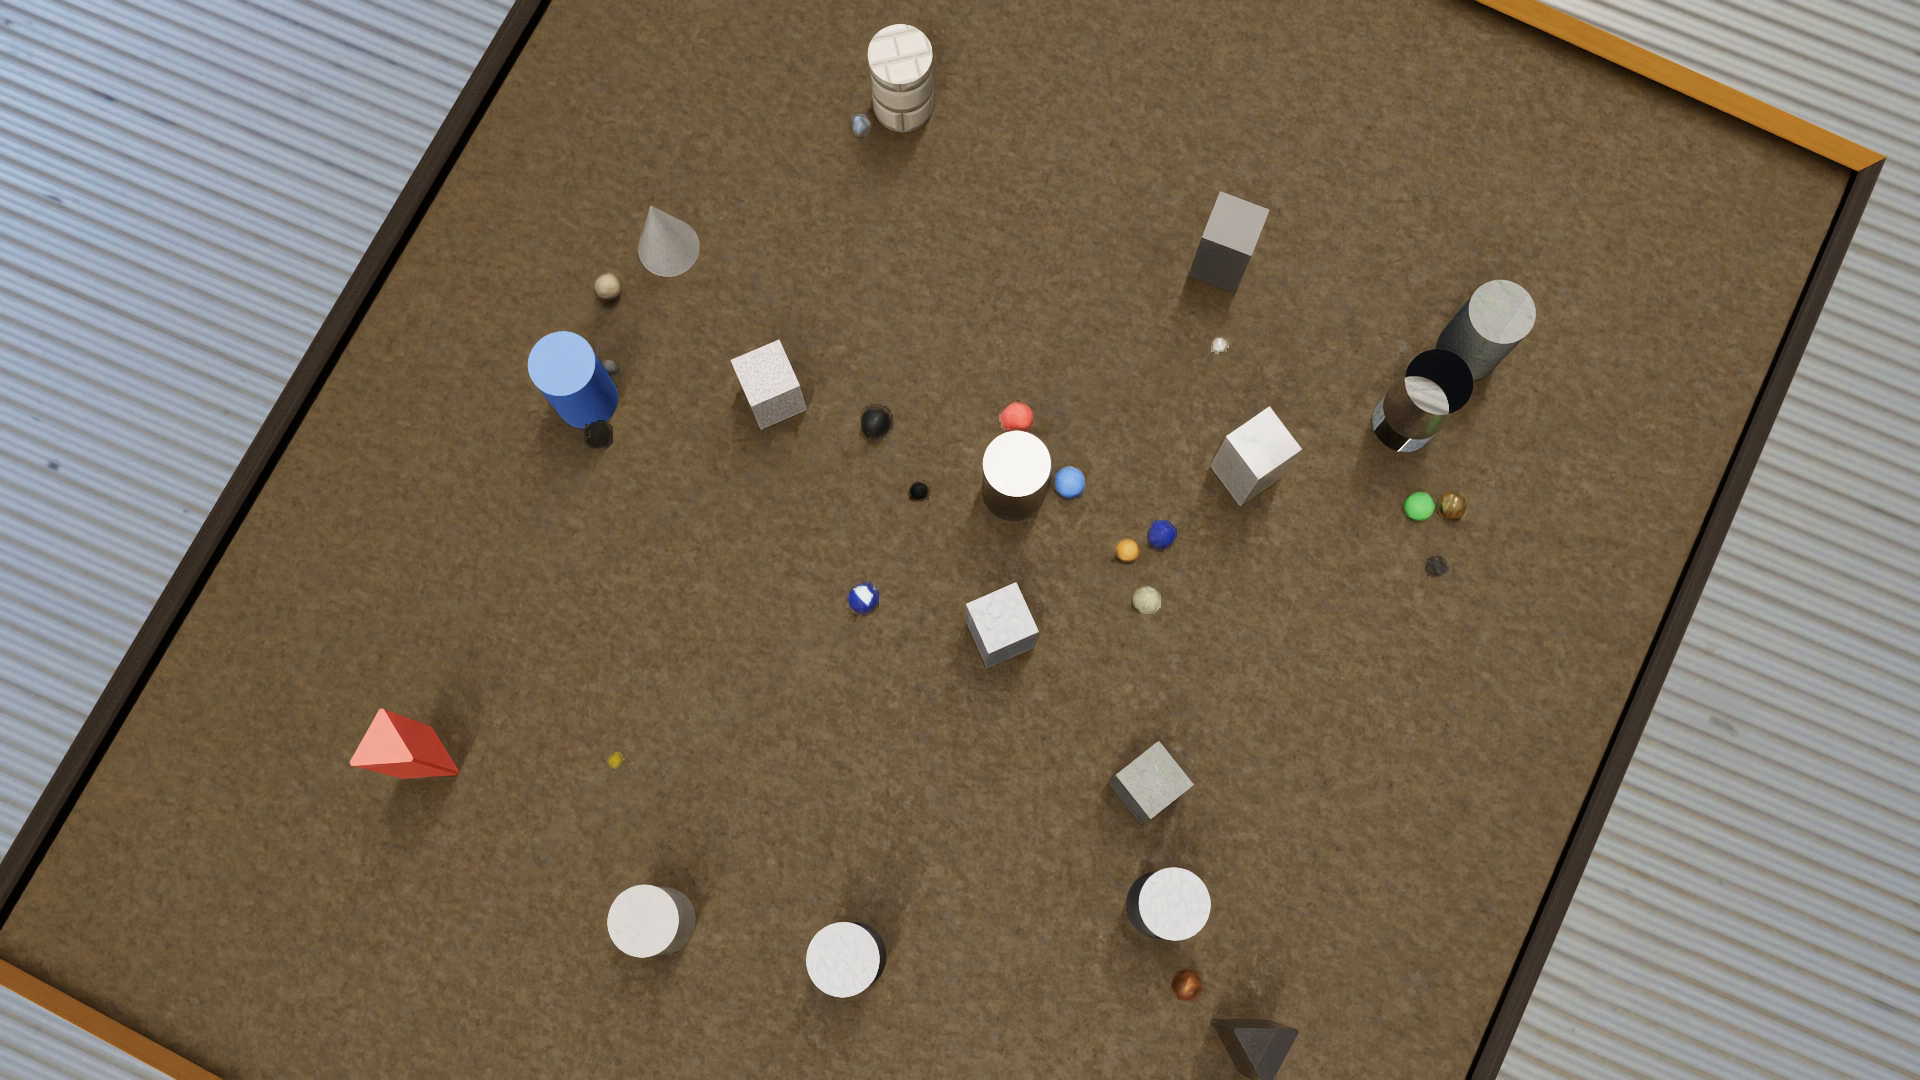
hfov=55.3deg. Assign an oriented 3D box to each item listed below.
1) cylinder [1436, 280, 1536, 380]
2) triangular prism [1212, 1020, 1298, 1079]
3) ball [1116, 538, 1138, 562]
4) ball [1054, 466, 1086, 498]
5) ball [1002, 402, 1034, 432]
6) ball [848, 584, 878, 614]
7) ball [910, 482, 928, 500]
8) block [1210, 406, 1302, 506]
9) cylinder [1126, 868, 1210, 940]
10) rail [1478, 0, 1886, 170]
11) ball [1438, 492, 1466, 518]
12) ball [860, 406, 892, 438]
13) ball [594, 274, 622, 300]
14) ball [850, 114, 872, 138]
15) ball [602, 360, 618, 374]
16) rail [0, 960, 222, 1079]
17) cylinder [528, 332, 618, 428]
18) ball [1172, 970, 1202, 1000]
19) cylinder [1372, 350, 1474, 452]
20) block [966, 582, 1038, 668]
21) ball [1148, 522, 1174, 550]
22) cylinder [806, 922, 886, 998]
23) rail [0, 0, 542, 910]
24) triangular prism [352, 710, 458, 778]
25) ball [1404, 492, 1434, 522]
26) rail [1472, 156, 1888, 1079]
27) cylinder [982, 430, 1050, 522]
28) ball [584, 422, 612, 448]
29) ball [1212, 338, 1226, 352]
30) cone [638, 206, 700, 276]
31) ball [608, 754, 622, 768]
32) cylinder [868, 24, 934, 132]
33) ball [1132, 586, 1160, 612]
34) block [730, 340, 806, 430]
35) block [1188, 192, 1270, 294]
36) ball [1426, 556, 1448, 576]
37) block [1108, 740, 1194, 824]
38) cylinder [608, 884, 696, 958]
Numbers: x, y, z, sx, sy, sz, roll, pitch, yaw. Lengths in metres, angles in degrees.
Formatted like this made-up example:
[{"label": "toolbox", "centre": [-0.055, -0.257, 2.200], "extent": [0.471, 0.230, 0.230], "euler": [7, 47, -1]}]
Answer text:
[{"label": "cylinder", "centre": [1.591, -0.633, 5.559], "extent": [0.197, 0.370, 0.197], "euler": [0, 78, 0]}, {"label": "triangular prism", "centre": [0.793, 1.386, 5.095], "extent": [0.148, 0.460, 0.170], "euler": [31, 80, 6]}, {"label": "ball", "centre": [0.508, 0.031, 5.574], "extent": [0.071, 0.071, 0.071], "euler": [0, 78, 0]}, {"label": "ball", "centre": [0.336, -0.177, 5.604], "extent": [0.096, 0.096, 0.096], "euler": [0, 78, 0]}, {"label": "ball", "centre": [0.178, -0.376, 5.644], "extent": [0.098, 0.098, 0.098], "euler": [0, 78, 0]}, {"label": "ball", "centre": [-0.294, 0.178, 5.533], "extent": [0.091, 0.091, 0.091], "euler": [0, 78, 0]}, {"label": "ball", "centre": [-0.126, -0.150, 5.618], "extent": [0.058, 0.058, 0.058], "euler": [0, 78, 0]}, {"label": "block", "centre": [0.882, -0.246, 5.486], "extent": [0.157, 0.355, 0.157], "euler": [-34, 80, -7]}, {"label": "cylinder", "centre": [0.587, 1.035, 5.204], "extent": [0.197, 0.389, 0.197], "euler": [0, 78, 0]}, {"label": "rail", "centre": [1.057, -2.063, 5.977], "extent": [4.102, 0.128, 0.045], "euler": [26, 80, 5]}, {"label": "ball", "centre": [1.504, -0.106, 5.596], "extent": [0.084, 0.084, 0.084], "euler": [0, 78, 0]}, {"label": "ball", "centre": [-0.259, -0.362, 5.642], "extent": [0.097, 0.097, 0.097], "euler": [0, 78, 0]}, {"label": "ball", "centre": [-1.103, -0.792, 5.738], "extent": [0.082, 0.082, 0.082], "euler": [0, 78, 0]}, {"label": "ball", "centre": [-0.318, -1.322, 5.853], "extent": [0.072, 0.072, 0.072], "euler": [0, 78, 0]}, {"label": "ball", "centre": [-1.090, -0.539, 5.706], "extent": [0.044, 0.044, 0.044], "euler": [0, 78, 0]}, {"label": "rail", "centre": [-1.057, 2.077, 5.120], "extent": [4.102, 0.128, 0.045], "euler": [26, 80, 5]}, {"label": "cylinder", "centre": [-1.163, -0.478, 5.528], "extent": [0.197, 0.367, 0.197], "euler": [0, 78, 0]}, {"label": "ball", "centre": [0.656, 1.286, 5.306], "extent": [0.086, 0.086, 0.086], "euler": [0, 78, 0]}, {"label": "cylinder", "centre": [1.379, -0.412, 5.483], "extent": [0.197, 0.429, 0.197], "euler": [0, 78, 0]}, {"label": "block", "centre": [0.122, 0.255, 5.401], "extent": [0.157, 0.318, 0.157], "euler": [-23, 79, -5]}, {"label": "ball", "centre": [0.612, -0.013, 5.576], "extent": [0.084, 0.084, 0.084], "euler": [0, 78, 0]}, {"label": "cylinder", "centre": [-0.314, 1.171, 5.135], "extent": [0.197, 0.469, 0.197], "euler": [0, 78, 0]}, {"label": "rail", "centre": [-1.813, -0.881, 5.733], "extent": [0.045, 0.128, 4.774], "euler": [26, 80, 5]}, {"label": "triangular prism", "centre": [-1.586, 0.583, 5.255], "extent": [0.170, 0.471, 0.148], "euler": [-4, 78, -1]}, {"label": "ball", "centre": [1.403, -0.102, 5.592], "extent": [0.090, 0.090, 0.090], "euler": [0, 78, 0]}, {"label": "rail", "centre": [1.813, 0.895, 5.365], "extent": [0.045, 0.128, 4.774], "euler": [26, 80, 5]}, {"label": "cylinder", "centre": [0.165, -0.187, 5.483], "extent": [0.197, 0.337, 0.197], "euler": [0, 78, 0]}, {"label": "ball", "centre": [-1.113, -0.321, 5.638], "extent": [0.083, 0.083, 0.083], "euler": [0, 78, 0]}, {"label": "ball", "centre": [0.809, -0.609, 5.721], "extent": [0.043, 0.043, 0.043], "euler": [0, 78, 0]}, {"label": "cone", "centre": [-0.923, -0.963, 5.636], "extent": [0.197, 0.351, 0.197], "euler": [0, 78, 0]}, {"label": "ball", "centre": [-1.027, 0.659, 5.459], "extent": [0.042, 0.042, 0.042], "euler": [0, 78, 0]}, {"label": "cylinder", "centre": [-0.182, -1.440, 5.736], "extent": [0.197, 0.351, 0.197], "euler": [0, 78, 0]}, {"label": "ball", "centre": [0.563, 0.179, 5.538], "extent": [0.081, 0.081, 0.081], "euler": [0, 78, 0]}, {"label": "block", "centre": [-0.579, -0.470, 5.579], "extent": [0.157, 0.263, 0.157], "euler": [-24, 79, -5]}, {"label": "block", "centre": [0.824, -0.912, 5.636], "extent": [0.157, 0.332, 0.157], "euler": [22, 79, 4]}, {"label": "ball", "centre": [1.450, 0.080, 5.569], "extent": [0.060, 0.060, 0.060], "euler": [0, 78, 0]}, {"label": "block", "centre": [0.551, 0.707, 5.323], "extent": [0.157, 0.289, 0.157], "euler": [-37, 81, -7]}, {"label": "cylinder", "centre": [-0.875, 1.085, 5.221], "extent": [0.197, 0.335, 0.197], "euler": [0, 78, 0]}]
